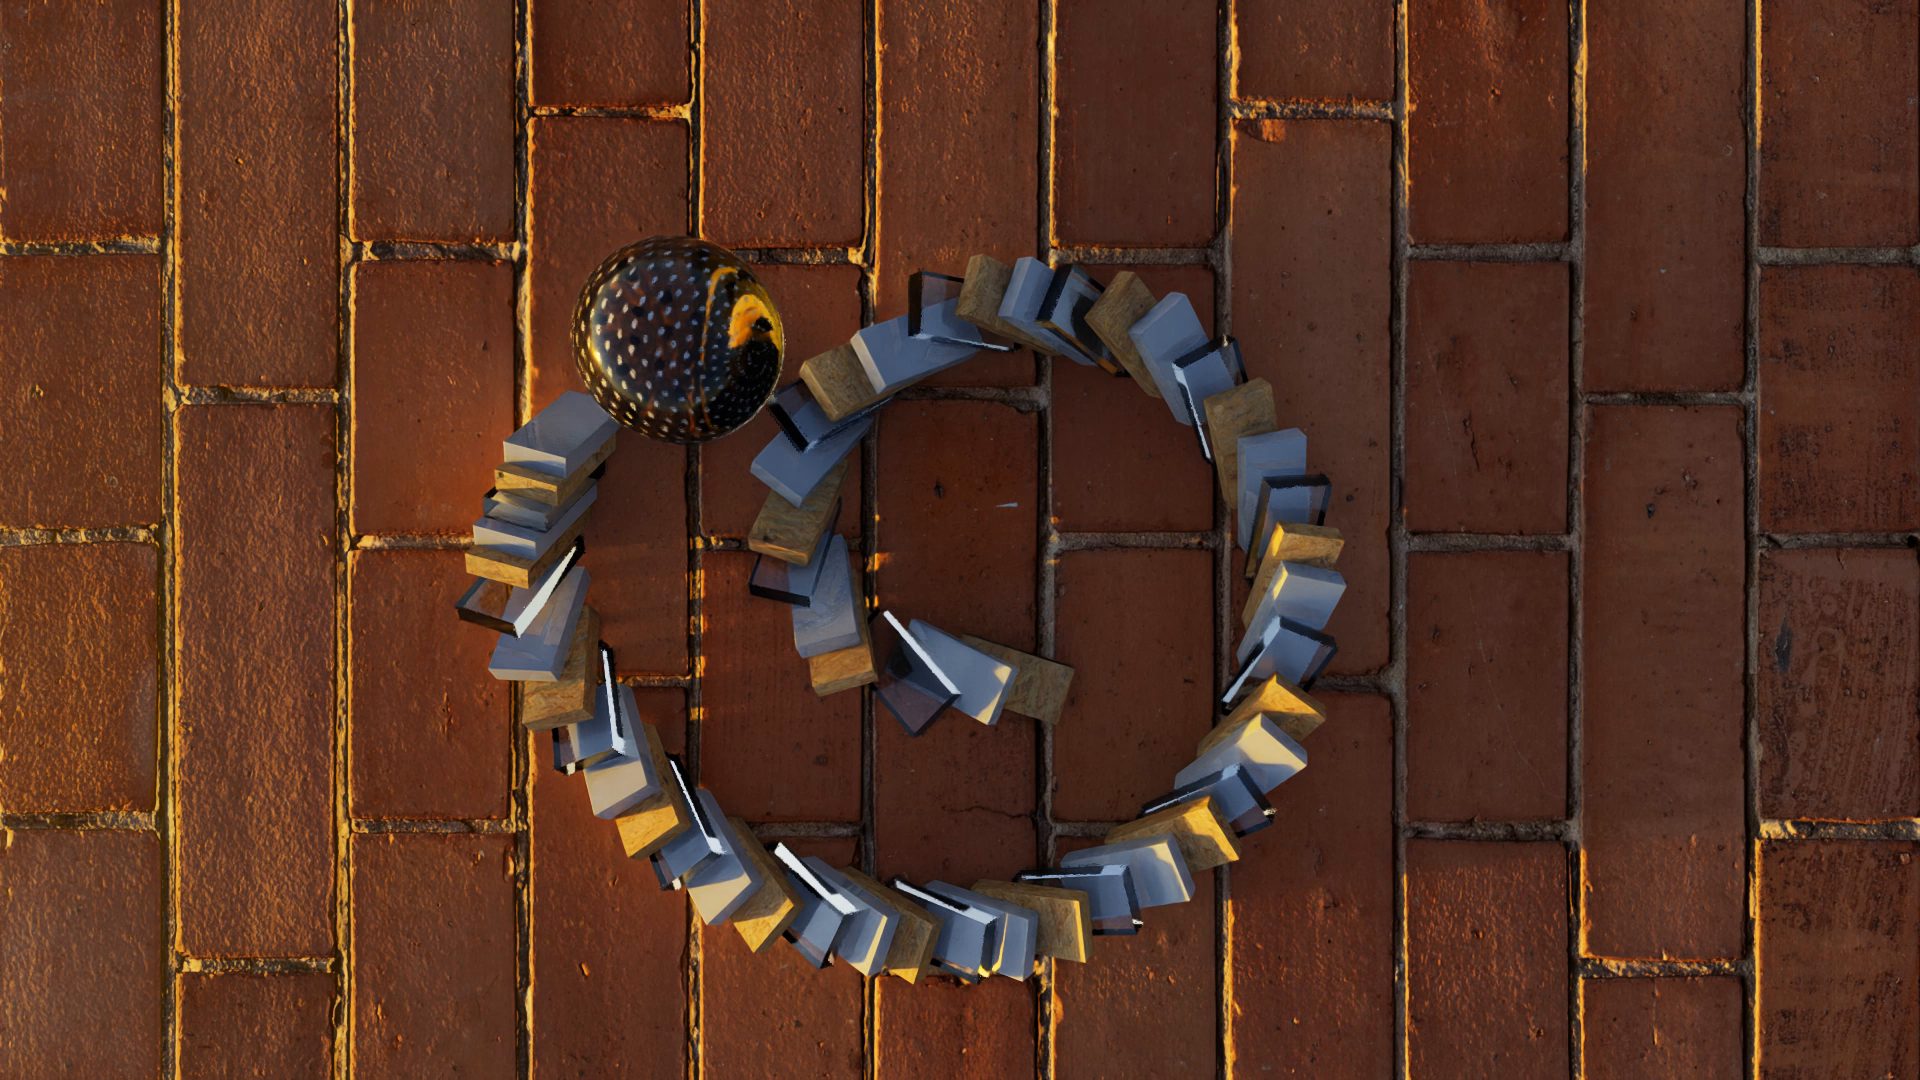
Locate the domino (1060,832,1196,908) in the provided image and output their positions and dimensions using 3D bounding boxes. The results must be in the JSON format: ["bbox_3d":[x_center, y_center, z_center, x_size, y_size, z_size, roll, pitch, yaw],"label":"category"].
[{"bbox_3d":[0.070,0.140,0.384,0.050,0.009,0.025,-22,90,29],"label":"domino"}]

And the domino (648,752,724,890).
[{"bbox_3d":[-0.121,0.117,0.383,0.025,0.010,0.050,-38,60,0],"label":"domino"}]

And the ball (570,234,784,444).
[{"bbox_3d":[-0.110,-0.078,0.360,0.080,0.080,0.080,0,90,0],"label":"ball"}]

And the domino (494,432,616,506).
[{"bbox_3d":[-0.165,-0.033,0.377,0.025,0.050,0.010,15,123,0],"label":"domino"}]

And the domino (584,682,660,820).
[{"bbox_3d":[-0.145,0.087,0.383,0.025,0.009,0.050,-30,59,1],"label":"domino"}]

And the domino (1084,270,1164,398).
[{"bbox_3d":[0.076,-0.085,0.381,0.050,0.010,0.025,40,85,-33],"label":"domino"}]

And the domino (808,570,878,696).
[{"bbox_3d":[-0.051,0.038,0.381,0.025,0.009,0.050,-16,54,0],"label":"domino"}]

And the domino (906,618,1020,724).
[{"bbox_3d":[-0.003,0.055,0.385,0.050,0.009,0.025,24,92,25],"label":"domino"}]

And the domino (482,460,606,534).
[{"bbox_3d":[-0.169,-0.023,0.377,0.025,0.050,0.009,15,123,0],"label":"domino"}]

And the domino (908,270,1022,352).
[{"bbox_3d":[0.003,-0.094,0.382,0.050,0.009,0.025,1,90,-33],"label":"domino"}]

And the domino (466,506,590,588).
[{"bbox_3d":[-0.176,-0.001,0.377,0.025,0.050,0.010,15,123,0],"label":"domino"}]

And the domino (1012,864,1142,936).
[{"bbox_3d":[0.049,0.151,0.384,0.050,0.009,0.025,-14,90,28],"label":"domino"}]

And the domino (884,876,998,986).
[{"bbox_3d":[-0.010,0.162,0.382,0.050,0.009,0.025,10,92,31],"label":"domino"}]

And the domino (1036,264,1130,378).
[{"bbox_3d":[0.056,-0.090,0.381,0.050,0.010,0.025,25,85,-35],"label":"domino"}]

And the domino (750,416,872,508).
[{"bbox_3d":[-0.062,-0.040,0.383,0.025,0.009,0.050,37,60,0],"label":"domino"}]

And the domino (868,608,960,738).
[{"bbox_3d":[-0.025,0.055,0.384,0.025,0.010,0.050,-48,67,10],"label":"domino"}]

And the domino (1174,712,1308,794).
[{"bbox_3d":[0.116,0.096,0.382,0.025,0.010,0.050,40,121,-3],"label":"domino"}]

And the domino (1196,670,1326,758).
[{"bbox_3d":[0.125,0.080,0.384,0.025,0.009,0.050,36,119,0],"label":"domino"}]

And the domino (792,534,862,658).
[{"bbox_3d":[-0.057,0.023,0.381,0.025,0.010,0.050,-14,54,1],"label":"domino"}]

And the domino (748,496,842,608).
[{"bbox_3d":[-0.068,0.002,0.382,0.025,0.009,0.050,12,57,1],"label":"domino"}]

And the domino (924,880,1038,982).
[{"bbox_3d":[0.007,0.163,0.384,0.050,0.009,0.025,6,90,30],"label":"domino"}]

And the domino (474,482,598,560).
[{"bbox_3d":[-0.173,-0.012,0.377,0.025,0.050,0.009,15,123,0],"label":"domino"}]

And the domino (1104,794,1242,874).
[{"bbox_3d":[0.088,0.127,0.383,0.050,0.010,0.025,-31,93,30],"label":"domino"}]

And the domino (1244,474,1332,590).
[{"bbox_3d":[0.136,-0.003,0.382,0.025,0.010,0.050,-3,124,-3],"label":"domino"}]

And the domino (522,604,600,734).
[{"bbox_3d":[-0.165,0.053,0.381,0.025,0.009,0.050,-14,54,1],"label":"domino"}]

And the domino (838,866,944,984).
[{"bbox_3d":[-0.033,0.160,0.383,0.050,0.010,0.025,18,90,30],"label":"domino"}]

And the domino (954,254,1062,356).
[{"bbox_3d":[0.024,-0.097,0.383,0.050,0.009,0.025,15,90,-32],"label":"domino"}]

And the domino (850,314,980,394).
[{"bbox_3d":[-0.018,-0.081,0.383,0.050,0.010,0.025,-27,90,-30],"label":"domino"}]

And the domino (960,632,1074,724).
[{"bbox_3d":[0.021,0.059,0.395,0.050,0.009,0.025,18,90,0],"label":"domino"}]

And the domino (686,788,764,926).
[{"bbox_3d":[-0.105,0.132,0.383,0.025,0.009,0.050,-44,59,0],"label":"domino"}]

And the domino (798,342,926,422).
[{"bbox_3d":[-0.039,-0.071,0.382,0.050,0.010,0.025,-32,86,-30],"label":"domino"}]

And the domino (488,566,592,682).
[{"bbox_3d":[-0.174,0.034,0.382,0.025,0.009,0.050,2,55,0],"label":"domino"}]

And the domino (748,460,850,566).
[{"bbox_3d":[-0.066,-0.015,0.382,0.025,0.010,0.050,17,58,3],"label":"domino"}]

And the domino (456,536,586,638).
[{"bbox_3d":[-0.180,0.015,0.379,0.025,0.009,0.050,17,47,3],"label":"domino"}]

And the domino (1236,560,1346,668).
[{"bbox_3d":[0.137,0.034,0.382,0.025,0.010,0.050,11,122,-5],"label":"domino"}]

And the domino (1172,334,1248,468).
[{"bbox_3d":[0.109,-0.057,0.383,0.025,0.009,0.050,-28,121,-1],"label":"domino"}]

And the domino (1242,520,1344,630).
[{"bbox_3d":[0.138,0.017,0.382,0.025,0.009,0.050,7,123,-3],"label":"domino"}]

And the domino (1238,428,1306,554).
[{"bbox_3d":[0.130,-0.020,0.384,0.025,0.009,0.050,-10,120,0],"label":"domino"}]

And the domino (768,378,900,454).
[{"bbox_3d":[-0.052,-0.059,0.383,0.050,0.010,0.025,-35,88,-31],"label":"domino"}]

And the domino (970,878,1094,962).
[{"bbox_3d":[0.030,0.158,0.383,0.050,0.009,0.025,-5,92,30],"label":"domino"}]

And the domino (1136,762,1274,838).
[{"bbox_3d":[0.102,0.115,0.383,0.050,0.010,0.025,-35,91,30],"label":"domino"}]

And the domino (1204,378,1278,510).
[{"bbox_3d":[0.120,-0.040,0.383,0.025,0.009,0.050,-21,121,0],"label":"domino"}]

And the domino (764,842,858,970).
[{"bbox_3d":[-0.067,0.151,0.382,0.050,0.009,0.025,27,94,33],"label":"domino"}]

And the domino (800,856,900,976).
[{"bbox_3d":[-0.050,0.156,0.382,0.050,0.010,0.025,20,91,33],"label":"domino"}]

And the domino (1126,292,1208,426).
[{"bbox_3d":[0.092,-0.075,0.382,0.025,0.010,0.050,-42,122,-5],"label":"domino"}]

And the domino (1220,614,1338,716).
[{"bbox_3d":[0.132,0.057,0.383,0.025,0.010,0.050,22,121,-1],"label":"domino"}]

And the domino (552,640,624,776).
[{"bbox_3d":[-0.157,0.069,0.383,0.025,0.010,0.050,-20,60,0],"label":"domino"}]

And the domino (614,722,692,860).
[{"bbox_3d":[-0.133,0.104,0.382,0.025,0.010,0.050,-35,59,2],"label":"domino"}]

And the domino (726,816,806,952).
[{"bbox_3d":[-0.089,0.143,0.383,0.050,0.010,0.025,40,91,31],"label":"domino"}]

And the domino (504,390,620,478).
[{"bbox_3d":[-0.161,-0.044,0.377,0.025,0.050,0.009,15,123,0],"label":"domino"}]

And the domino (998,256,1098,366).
[{"bbox_3d":[0.041,-0.094,0.381,0.050,0.009,0.025,21,88,-35],"label":"domino"}]
